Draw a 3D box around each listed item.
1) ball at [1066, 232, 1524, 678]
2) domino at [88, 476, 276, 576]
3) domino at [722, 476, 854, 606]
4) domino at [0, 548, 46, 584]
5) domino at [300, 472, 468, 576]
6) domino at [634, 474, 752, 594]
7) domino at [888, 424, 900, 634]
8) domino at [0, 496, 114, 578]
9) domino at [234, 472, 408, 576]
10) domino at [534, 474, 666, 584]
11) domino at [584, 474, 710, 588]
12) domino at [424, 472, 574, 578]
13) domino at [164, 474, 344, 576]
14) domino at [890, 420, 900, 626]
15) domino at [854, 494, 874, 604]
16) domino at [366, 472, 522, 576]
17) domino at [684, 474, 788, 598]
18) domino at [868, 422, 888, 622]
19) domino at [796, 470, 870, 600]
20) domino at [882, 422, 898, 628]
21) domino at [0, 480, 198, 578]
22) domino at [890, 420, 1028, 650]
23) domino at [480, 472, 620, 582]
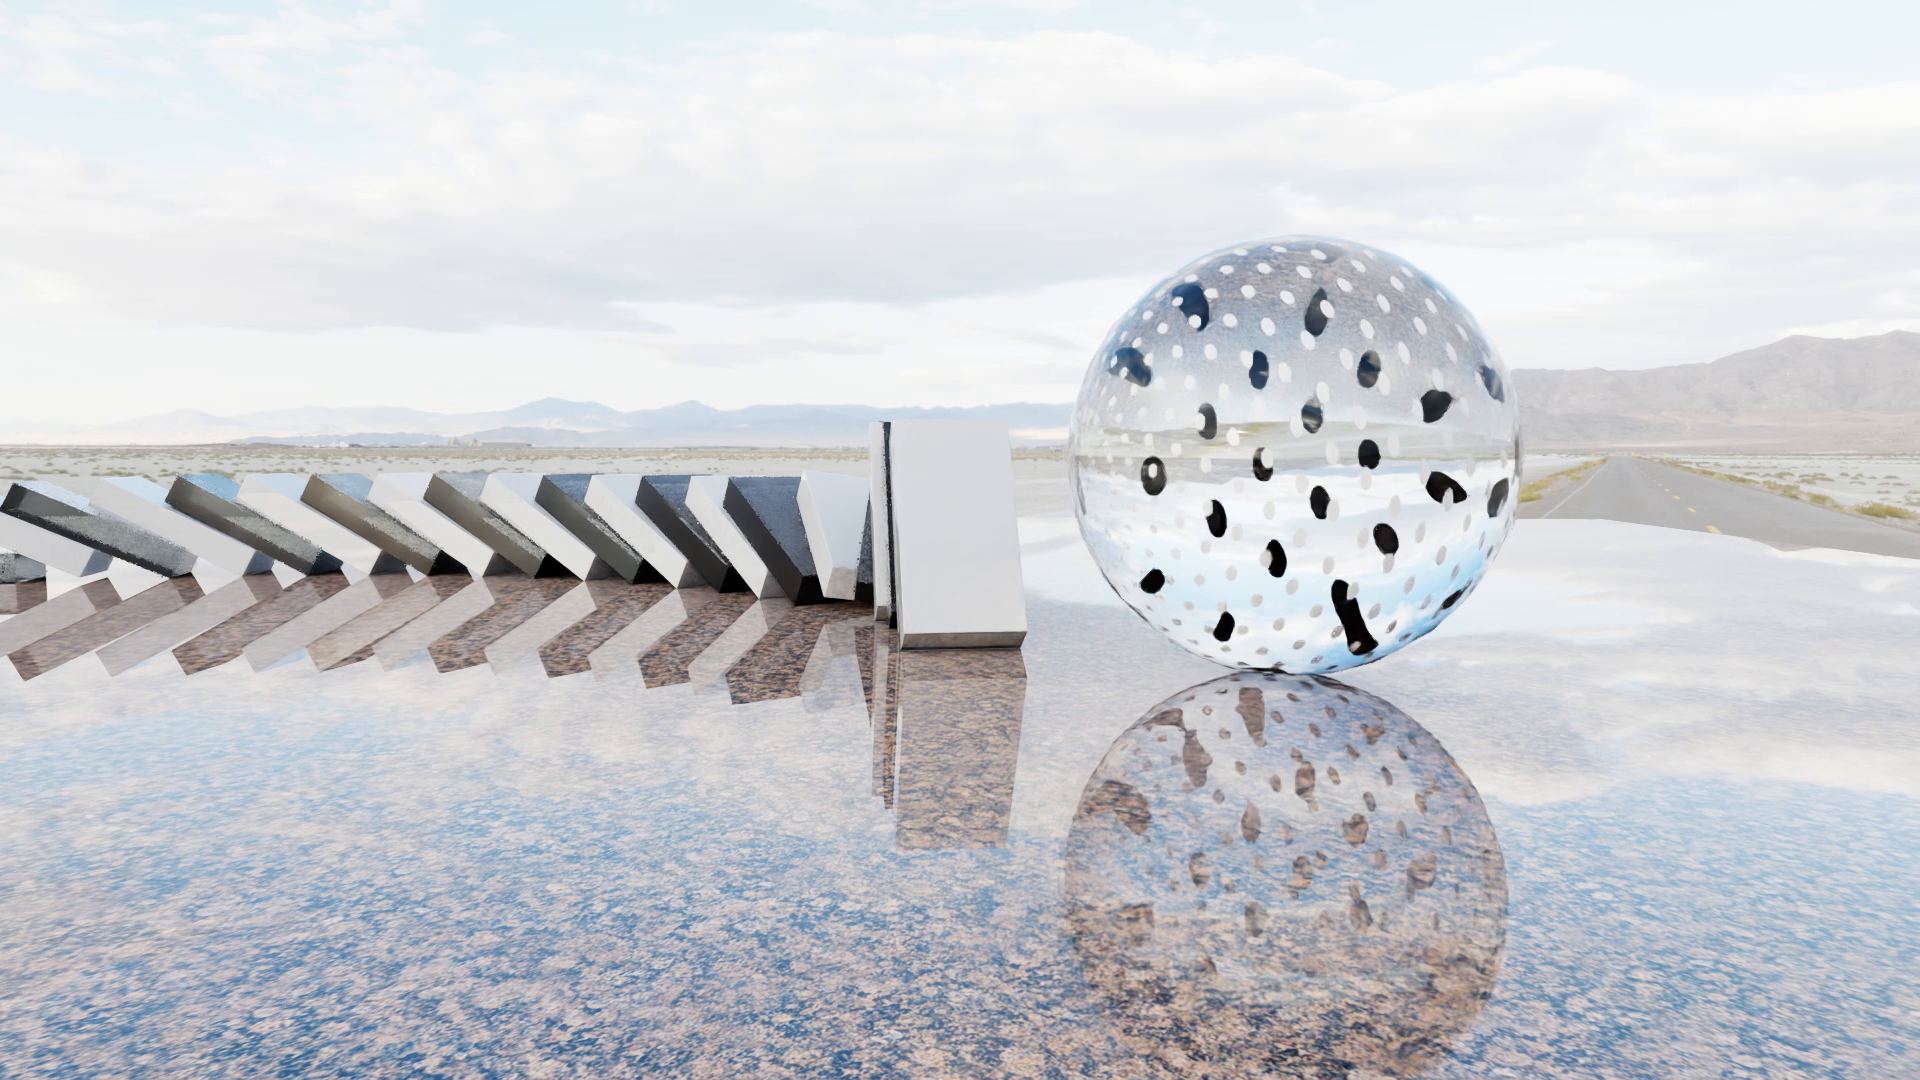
[{"bbox_3d":[0.060,-0.015,0.235,0.080,0.080,0.080,0,4,0],"label":"ball"},{"bbox_3d":[-0.252,-0.005,0.419,0.050,0.009,0.025,27,0,-10],"label":"domino"},{"bbox_3d":[-0.044,-0.001,0.359,0.025,0.009,0.050,-3,35,-35],"label":"domino"},{"bbox_3d":[-0.315,0.008,0.394,0.050,0.009,0.025,-1,4,-18],"label":"domino"},{"bbox_3d":[-0.189,-0.006,0.427,0.050,0.009,0.025,30,8,5],"label":"domino"},{"bbox_3d":[-0.074,-0.003,0.387,0.025,0.009,0.050,-4,36,-46],"label":"domino"},{"bbox_3d":[-0.003,-0.003,0.294,0.025,0.050,0.009,-1,-26,-7],"label":"domino"},{"bbox_3d":[-0.295,-0.004,0.401,0.050,0.009,0.025,26,-4,-17],"label":"domino"},{"bbox_3d":[-0.210,-0.006,0.427,0.050,0.009,0.025,29,5,1],"label":"domino"},{"bbox_3d":[-0.109,-0.004,0.408,0.050,0.009,0.025,35,21,26],"label":"domino"},{"bbox_3d":[-0.091,-0.004,0.398,0.050,0.009,0.025,37,25,29],"label":"domino"},{"bbox_3d":[-0.148,-0.006,0.422,0.050,0.010,0.025,32,14,15],"label":"domino"},{"bbox_3d":[-0.231,-0.005,0.424,0.050,0.009,0.025,29,2,-4],"label":"domino"},{"bbox_3d":[-0.002,-0.003,0.283,0.025,0.050,0.009,-1,-26,-7],"label":"domino"},{"bbox_3d":[-0.011,-0.006,0.330,0.025,0.050,0.009,8,-34,-4],"label":"domino"},{"bbox_3d":[-0.168,-0.006,0.426,0.050,0.009,0.025,31,12,12],"label":"domino"},{"bbox_3d":[-0.058,-0.002,0.374,0.025,0.009,0.050,-3,35,-39],"label":"domino"},{"bbox_3d":[-0.009,-0.005,0.316,0.025,0.050,0.009,-1,-26,-7],"label":"domino"},{"bbox_3d":[-0.028,-0.001,0.349,0.025,0.009,0.050,7,30,-21],"label":"domino"},{"bbox_3d":[-0.005,-0.004,0.305,0.025,0.050,0.009,-1,-26,-7],"label":"domino"},{"bbox_3d":[-0.272,-0.003,0.409,0.050,0.009,0.025,26,-4,-18],"label":"domino"},{"bbox_3d":[-0.001,-0.002,0.272,0.025,0.050,0.009,-1,-26,-7],"label":"domino"},{"bbox_3d":[-0.128,-0.005,0.416,0.050,0.009,0.025,34,17,20],"label":"domino"}]
